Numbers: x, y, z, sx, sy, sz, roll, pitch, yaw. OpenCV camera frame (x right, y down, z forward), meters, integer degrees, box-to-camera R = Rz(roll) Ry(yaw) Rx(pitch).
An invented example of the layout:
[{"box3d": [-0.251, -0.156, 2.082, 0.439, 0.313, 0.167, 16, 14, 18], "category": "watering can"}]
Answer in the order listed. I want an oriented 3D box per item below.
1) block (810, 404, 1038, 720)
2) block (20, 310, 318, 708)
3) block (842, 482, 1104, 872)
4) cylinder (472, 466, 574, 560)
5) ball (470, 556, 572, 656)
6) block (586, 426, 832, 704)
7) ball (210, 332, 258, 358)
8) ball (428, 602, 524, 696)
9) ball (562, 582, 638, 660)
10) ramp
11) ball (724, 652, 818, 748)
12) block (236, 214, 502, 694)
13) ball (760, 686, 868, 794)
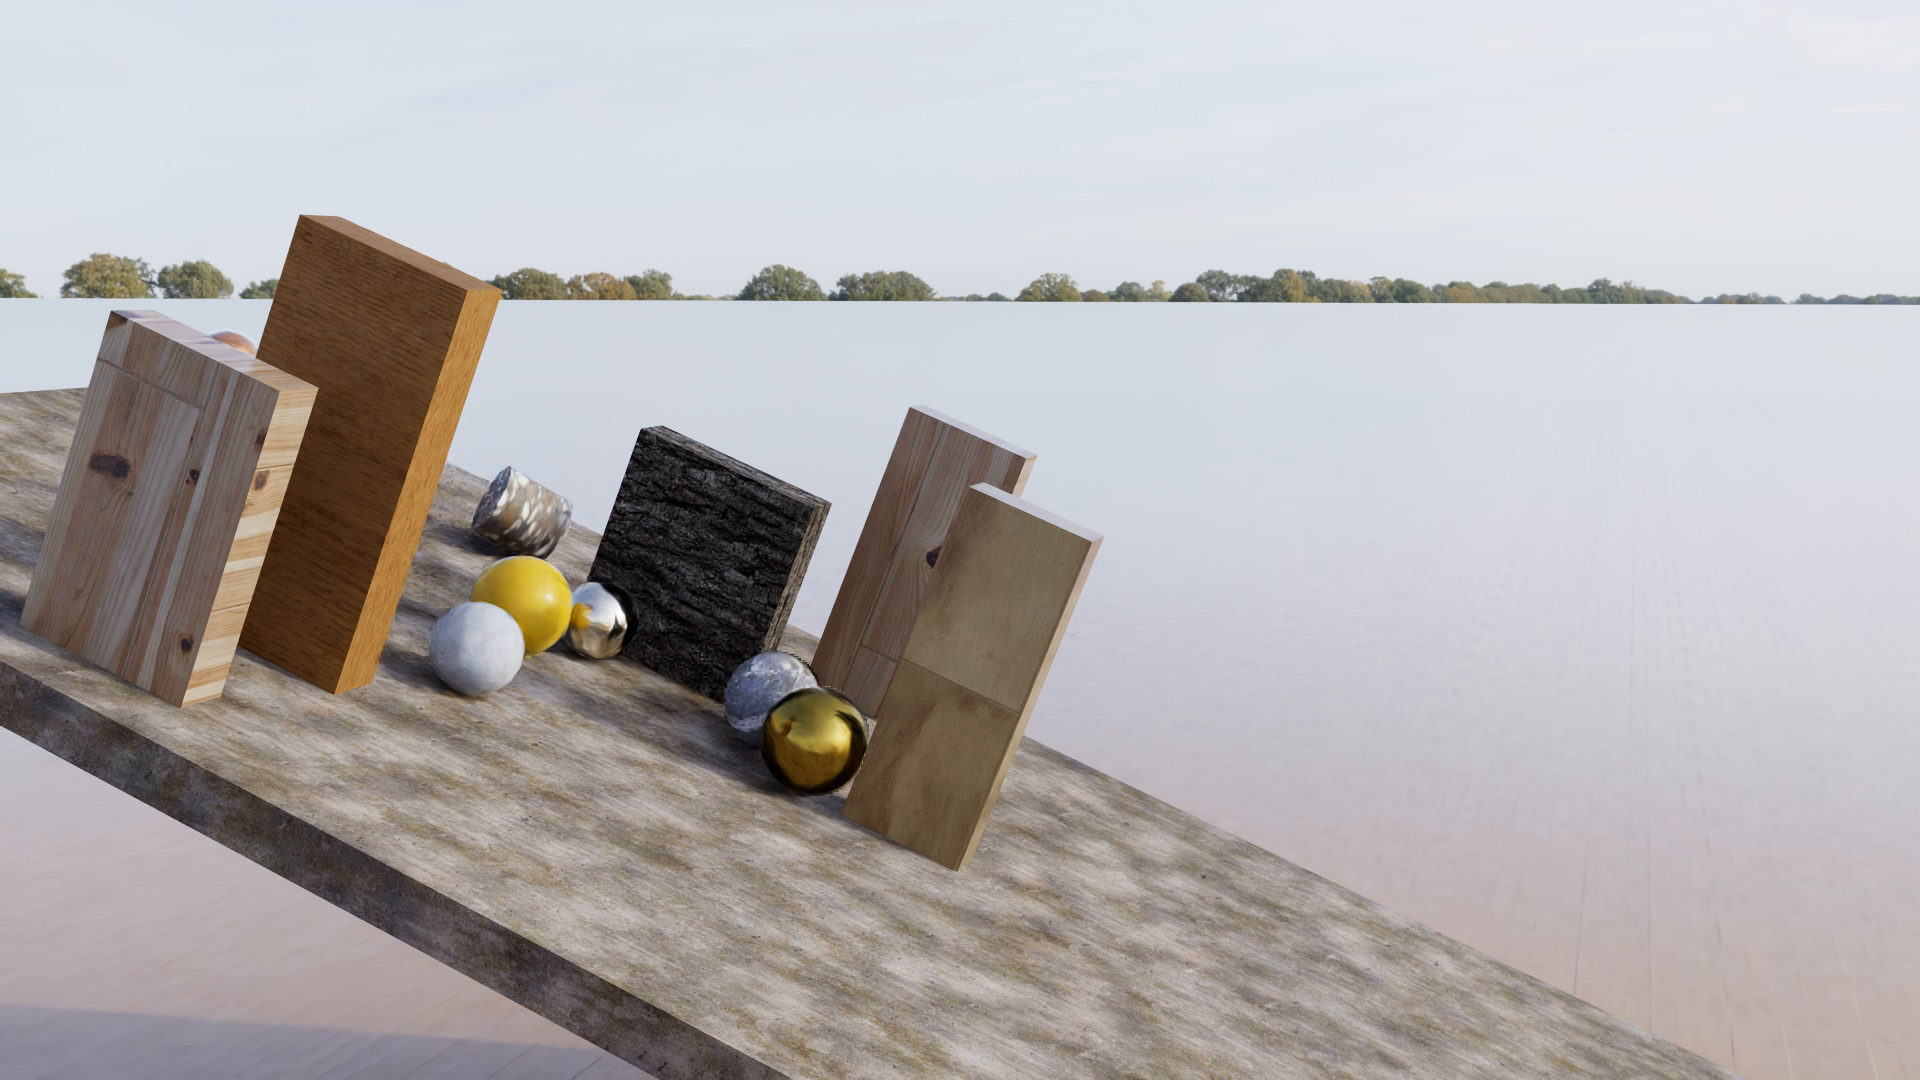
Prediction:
[{"box3d": [-0.089, 0.067, 4.792, 0.280, 0.664, 0.091, 24, 13, 13], "category": "block"}, {"box3d": [-1.291, -0.053, 3.579, 0.331, 0.556, 0.105, 24, 13, 13], "category": "block"}, {"box3d": [0.020, 0.258, 4.133, 0.252, 0.685, 0.093, 24, 13, 13], "category": "block"}, {"box3d": [-0.976, -0.054, 4.906, 0.162, 0.162, 0.162, 32, -7, -24], "category": "cylinder"}, {"box3d": [-0.864, 0.129, 4.335, 0.199, 0.199, 0.199, 0, 7, 0], "category": "ball"}, {"box3d": [-0.541, 0.056, 4.570, 0.409, 0.459, 0.104, 24, 13, 13], "category": "block"}, {"box3d": [-1.575, -0.380, 4.726, 0.138, 0.138, 0.138, 0, 7, 0], "category": "ball"}, {"box3d": [-0.891, 0.200, 4.057, 0.173, 0.173, 0.173, 0, 7, 0], "category": "ball"}, {"box3d": [-0.738, 0.164, 4.487, 0.159, 0.159, 0.159, 0, 7, 0], "category": "ball"}, {"box3d": [-0.308, 0.546, 4.195, 4.000, 0.100, 2.000, 24, 13, 13], "category": "ramp"}, {"box3d": [-0.372, 0.319, 4.364, 0.191, 0.191, 0.191, 0, 7, 0], "category": "ball"}, {"box3d": [-1.090, -0.149, 3.845, 0.343, 0.756, 0.119, 24, 13, 13], "category": "block"}, {"box3d": [-0.278, 0.383, 4.197, 0.205, 0.205, 0.205, 0, 7, 0], "category": "ball"}]
